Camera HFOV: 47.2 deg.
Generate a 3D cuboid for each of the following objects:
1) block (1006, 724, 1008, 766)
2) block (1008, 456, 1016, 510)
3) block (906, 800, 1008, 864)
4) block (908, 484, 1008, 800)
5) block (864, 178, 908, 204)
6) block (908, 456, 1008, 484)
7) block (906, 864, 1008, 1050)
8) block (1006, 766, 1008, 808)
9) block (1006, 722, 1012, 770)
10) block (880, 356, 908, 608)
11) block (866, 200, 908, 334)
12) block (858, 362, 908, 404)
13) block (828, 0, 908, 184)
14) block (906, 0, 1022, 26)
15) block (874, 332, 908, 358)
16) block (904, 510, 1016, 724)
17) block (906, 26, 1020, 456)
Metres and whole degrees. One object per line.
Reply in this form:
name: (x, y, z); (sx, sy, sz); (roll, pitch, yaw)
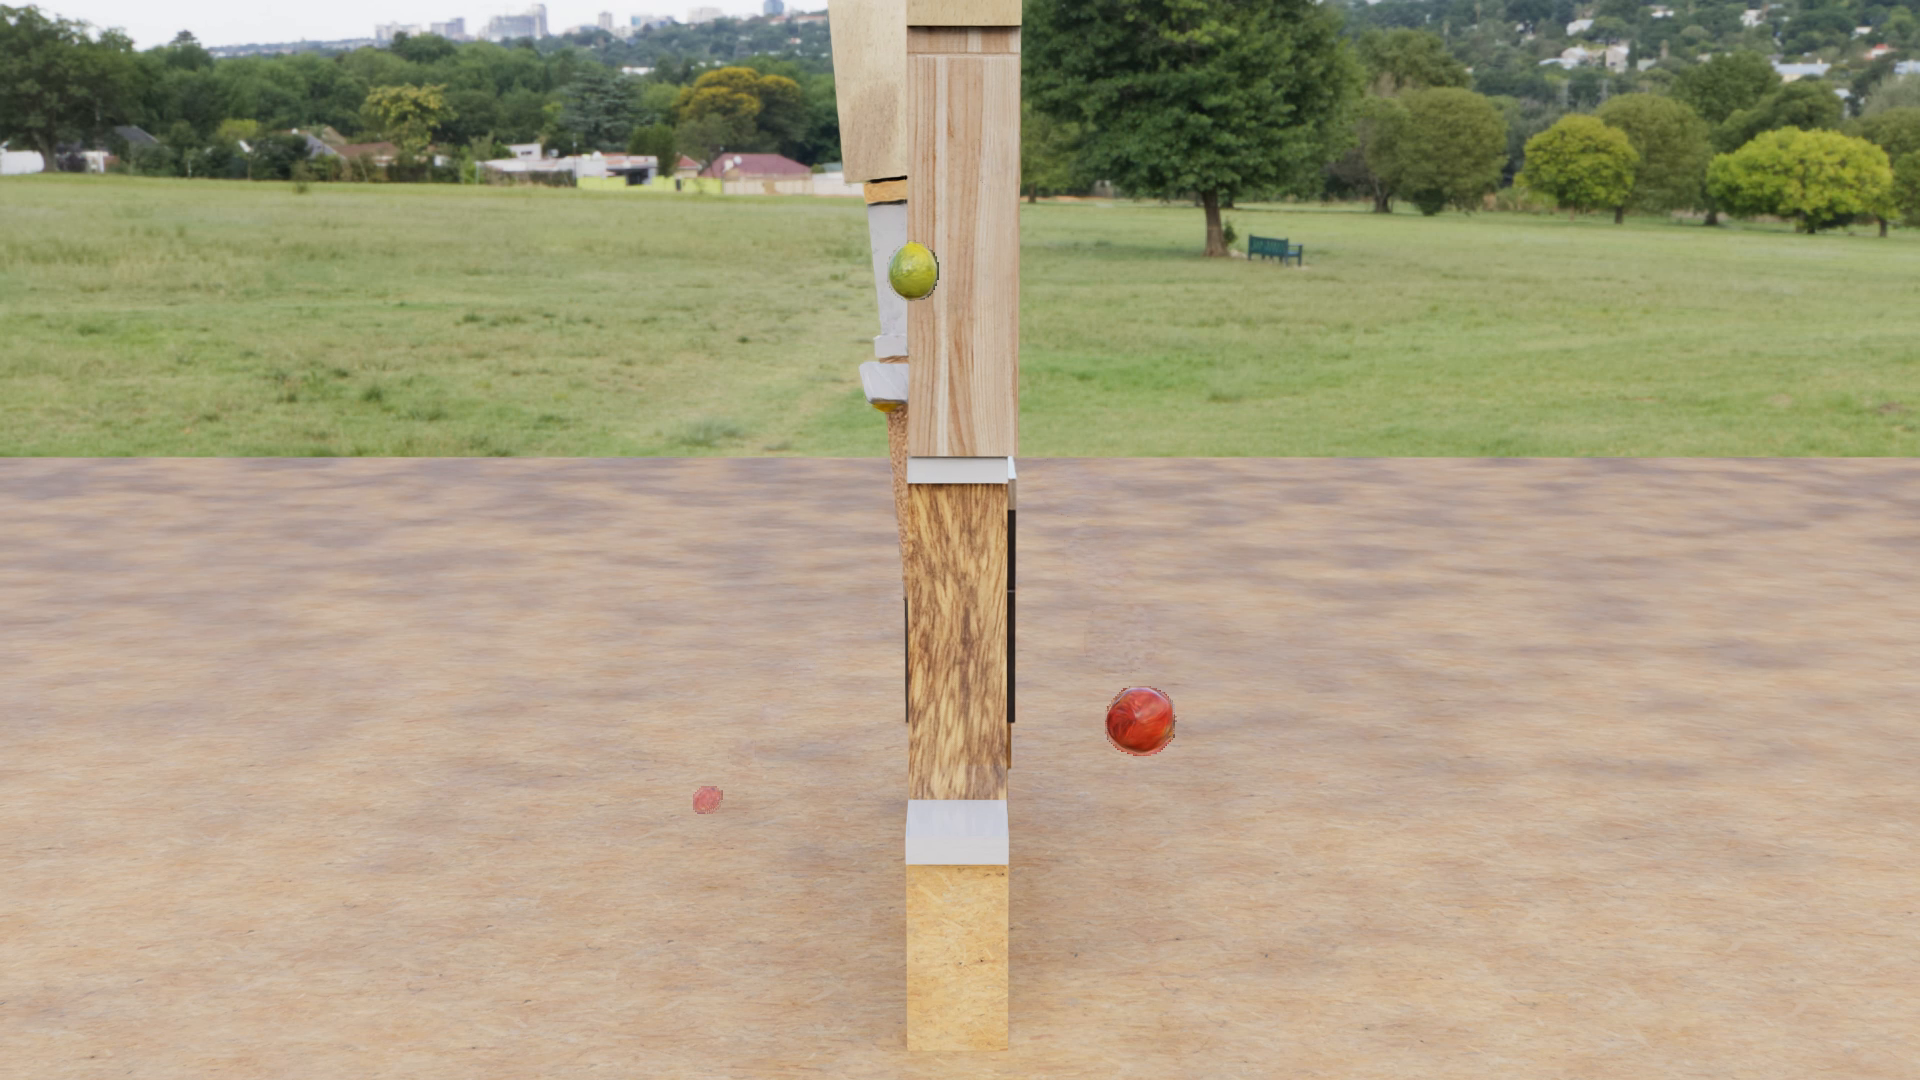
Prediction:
block: (0.004, 0.304, 3.549); (0.141, 0.040, 0.283); (0, 10, 0)
block: (-0.001, -0.103, 3.578); (0.175, 0.050, 0.350); (0, 11, 0)
block: (-0.004, 0.393, 3.099); (0.139, 0.039, 0.278); (0, 11, 0)
block: (-0.003, 0.139, 3.099); (0.138, 0.459, 0.039); (0, 11, 0)
block: (-0.070, -0.535, 3.328); (0.099, 0.028, 0.198); (-3, 12, 15)
block: (-0.003, -0.122, 3.144); (0.138, 0.039, 0.276); (0, 11, 0)
block: (-0.003, 0.566, 3.037); (0.139, 0.278, 0.039); (0, 11, 0)
block: (0.004, 0.480, 3.486); (0.141, 0.283, 0.040); (0, 11, 0)
block: (-0.001, 0.144, 3.743); (0.175, 0.496, 0.050); (0, 11, 0)
block: (-0.043, -0.039, 3.340); (0.102, 0.495, 0.029); (-3, 11, 15)
block: (-0.077, -0.410, 3.286); (0.099, 0.198, 0.028); (-3, 12, 16)
block: (-0.091, -0.228, 3.192); (0.113, 0.057, 0.016); (-2, -20, -39)
block: (-0.103, -0.694, 3.242); (0.159, 0.319, 0.045); (-4, 4, 9)
block: (0.006, -0.717, 3.002); (0.150, 0.043, 0.301); (0, 10, 0)
block: (-0.051, -0.311, 3.357); (0.102, 0.029, 0.204); (-3, 12, 16)
block: (0.000, 0.115, 3.499); (0.175, 0.350, 0.050); (0, 10, 0)
block: (0.005, -0.398, 2.959); (0.150, 0.570, 0.043); (0, 10, 0)
